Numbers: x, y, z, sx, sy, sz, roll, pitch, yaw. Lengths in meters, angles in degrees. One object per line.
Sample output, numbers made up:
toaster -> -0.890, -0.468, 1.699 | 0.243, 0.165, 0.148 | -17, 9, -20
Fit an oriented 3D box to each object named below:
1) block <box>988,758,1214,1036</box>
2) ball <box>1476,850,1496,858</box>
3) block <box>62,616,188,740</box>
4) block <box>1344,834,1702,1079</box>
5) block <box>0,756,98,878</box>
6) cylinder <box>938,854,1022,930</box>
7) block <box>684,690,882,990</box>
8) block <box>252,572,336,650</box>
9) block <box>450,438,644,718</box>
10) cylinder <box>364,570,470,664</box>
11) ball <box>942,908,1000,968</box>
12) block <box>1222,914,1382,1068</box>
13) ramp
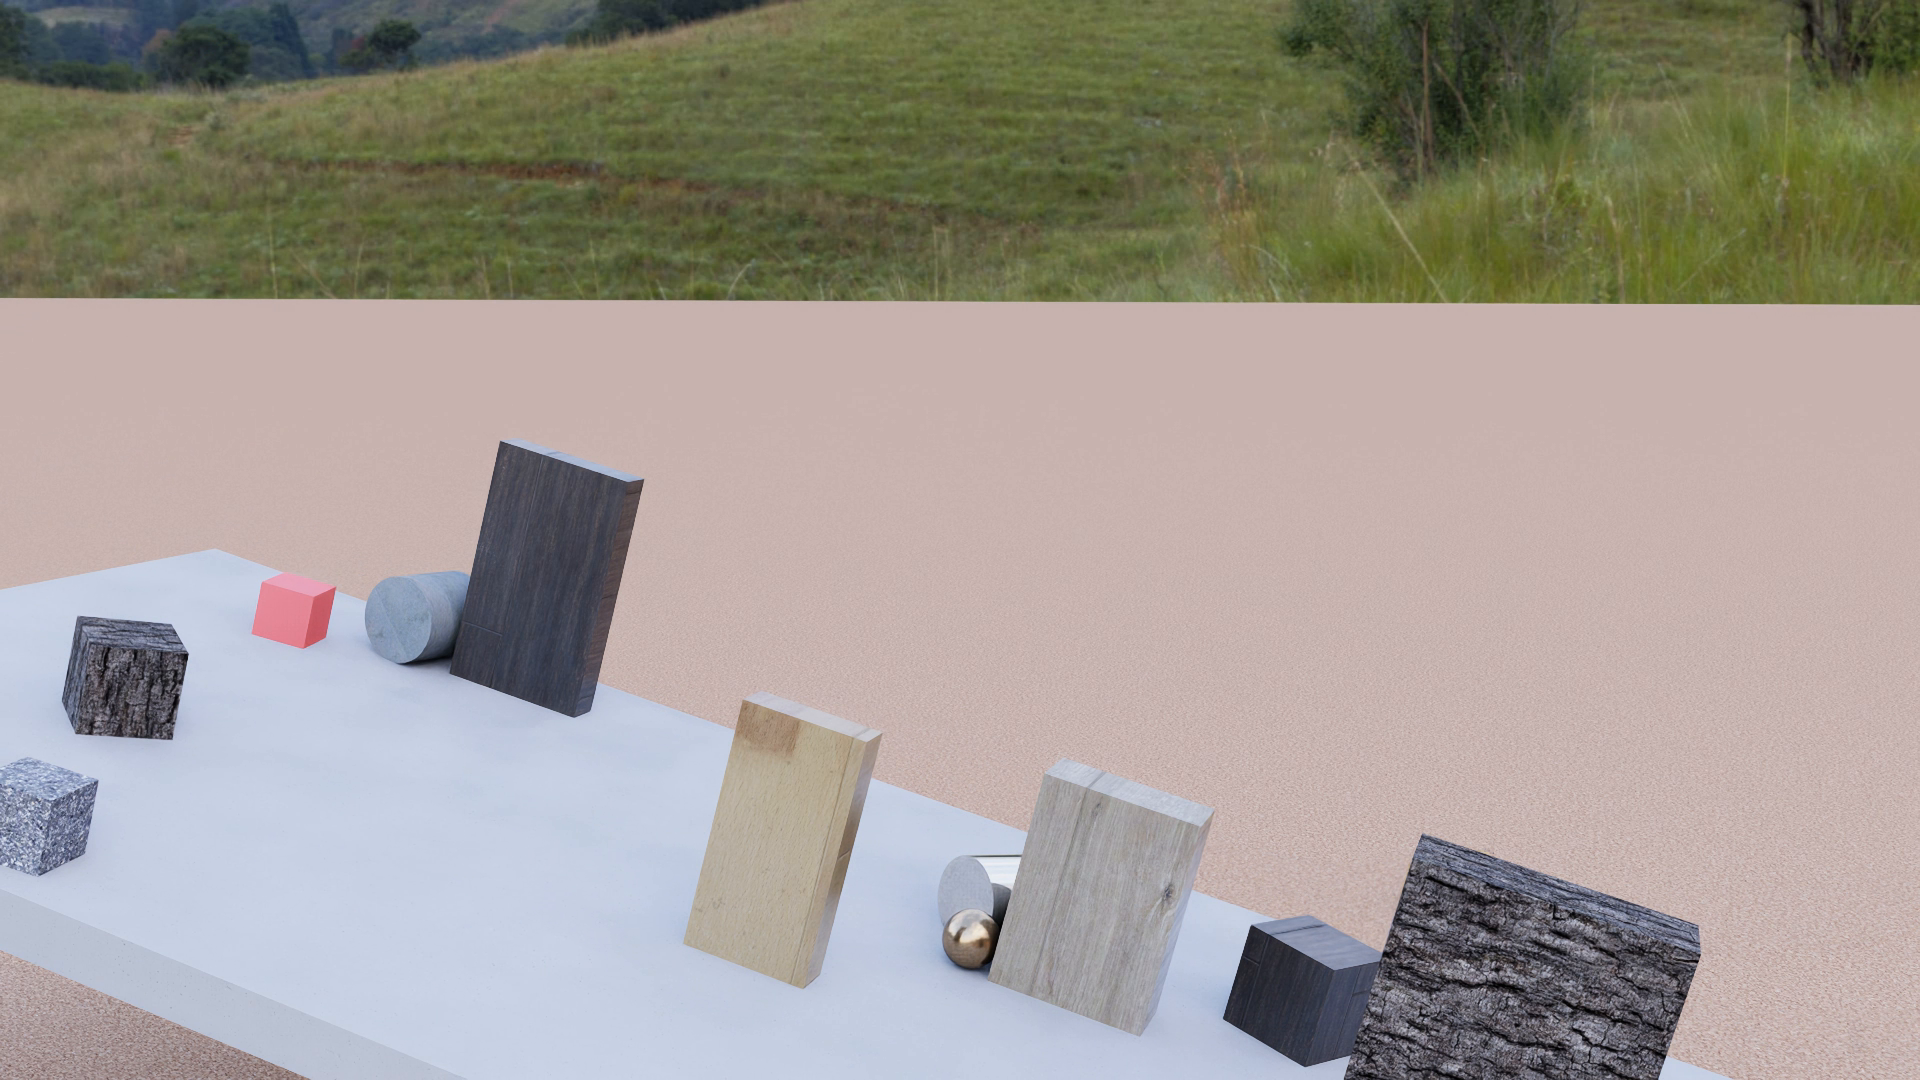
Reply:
block -> 0.268, 0.675, 4.182 | 0.309, 0.425, 0.141 | 18, 11, 15
ball -> 1.518, 0.993, 6.456 | 0.164, 0.164, 0.164 | 0, 7, 0
block -> -1.647, 0.272, 4.336 | 0.181, 0.181, 0.181 | 8, 13, -32
block -> 0.781, 0.846, 3.270 | 0.415, 0.704, 0.148 | 18, 11, 15
block -> -1.543, 0.459, 3.659 | 0.135, 0.135, 0.135 | 16, 11, 8
cylinder -> 0.078, 0.716, 4.388 | 0.175, 0.175, 0.175 | 6, 2, -39
block -> -0.321, 0.539, 3.963 | 0.242, 0.475, 0.086 | 18, 11, 15
block -> -1.554, 0.164, 5.133 | 0.128, 0.128, 0.128 | 16, 11, 5
block -> -0.964, 0.087, 5.119 | 0.334, 0.572, 0.085 | 18, 11, 15
cylinder -> -1.266, 0.181, 5.227 | 0.203, 0.203, 0.203 | 4, 5, 28
ball -> 0.022, 0.766, 4.225 | 0.114, 0.114, 0.114 | 0, 7, 0
block -> 0.678, 0.877, 4.296 | 0.202, 0.202, 0.202 | 24, 15, 41
ramp -> -0.386, 0.768, 4.246 | 4.000, 0.100, 2.000 | 18, 11, 15
